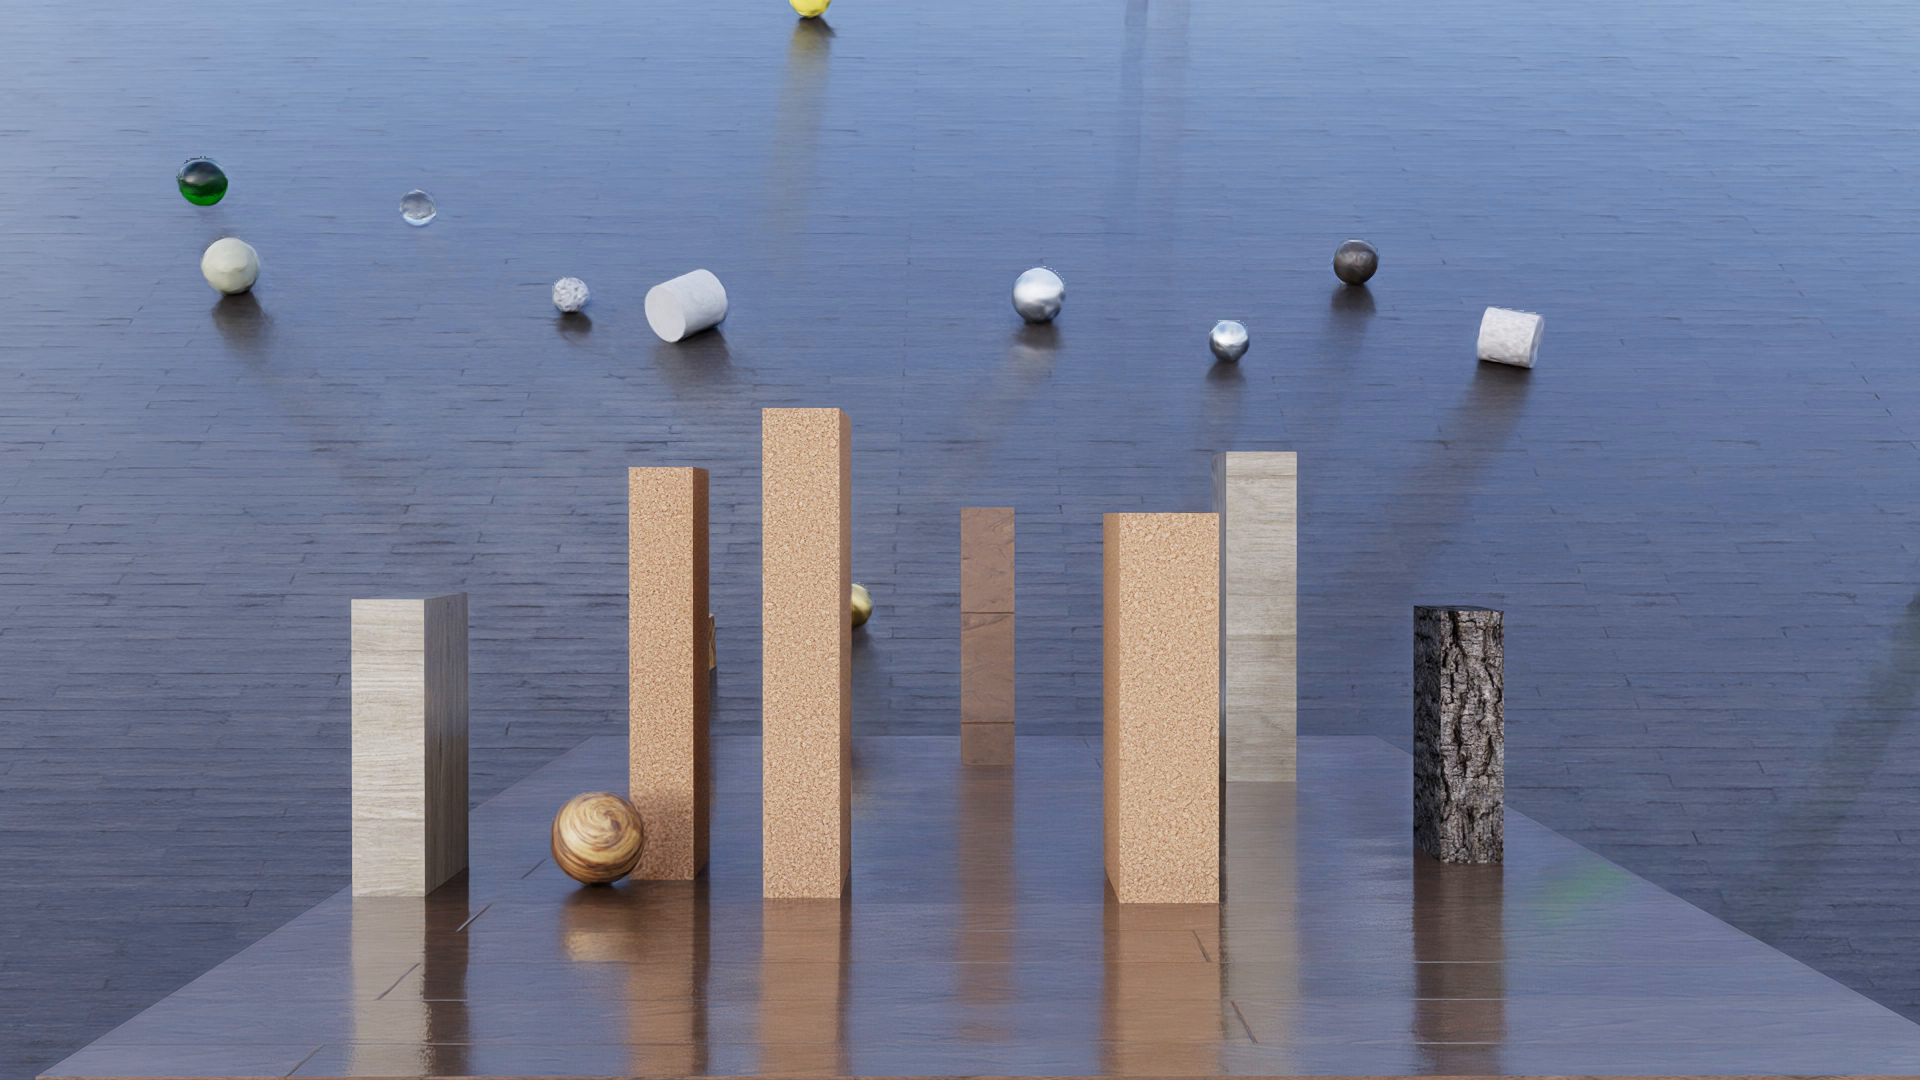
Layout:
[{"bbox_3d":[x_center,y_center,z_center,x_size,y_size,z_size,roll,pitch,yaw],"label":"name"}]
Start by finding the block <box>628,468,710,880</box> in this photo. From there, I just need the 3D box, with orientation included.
[{"bbox_3d":[-0.464,0.206,4.147,0.099,0.641,0.263,0,1,0],"label":"block"}]

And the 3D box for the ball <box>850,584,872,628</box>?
[{"bbox_3d":[-0.308,0.185,7.254,0.127,0.127,0.127,0,28,0],"label":"ball"}]

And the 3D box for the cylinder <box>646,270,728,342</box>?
[{"bbox_3d":[-0.957,-0.820,9.040,0.204,0.204,0.204,23,36,36],"label":"cylinder"}]

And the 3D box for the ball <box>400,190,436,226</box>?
[{"bbox_3d":[-2.091,-1.279,9.964,0.137,0.137,0.137,0,28,0],"label":"ball"}]

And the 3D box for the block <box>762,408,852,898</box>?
[{"bbox_3d":[-0.235,0.165,4.031,0.114,0.725,0.411,0,1,0],"label":"block"}]

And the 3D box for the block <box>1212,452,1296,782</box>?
[{"bbox_3d":[0.640,0.161,5.643,0.149,0.700,0.310,0,1,0],"label":"block"}]

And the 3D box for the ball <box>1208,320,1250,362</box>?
[{"bbox_3d":[0.921,-0.681,8.849,0.140,0.140,0.140,0,28,0],"label":"ball"}]

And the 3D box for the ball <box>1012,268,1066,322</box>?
[{"bbox_3d":[0.277,-0.866,9.139,0.190,0.190,0.190,0,28,0],"label":"ball"}]

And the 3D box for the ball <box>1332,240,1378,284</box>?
[{"bbox_3d":[1.445,-1.016,9.446,0.164,0.164,0.164,0,28,0],"label":"ball"}]

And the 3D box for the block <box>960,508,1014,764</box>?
[{"bbox_3d":[0.063,0.216,5.985,0.121,0.583,0.275,0,1,0],"label":"block"}]

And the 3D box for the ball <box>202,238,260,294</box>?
[{"bbox_3d":[-2.640,-0.992,9.360,0.203,0.203,0.203,0,28,0],"label":"ball"}]

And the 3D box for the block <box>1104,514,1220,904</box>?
[{"bbox_3d":[0.305,0.243,3.984,0.145,0.570,0.426,0,1,0],"label":"block"}]

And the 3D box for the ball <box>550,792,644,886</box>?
[{"bbox_3d":[-0.555,0.457,3.959,0.143,0.143,0.143,0,28,0],"label":"ball"}]

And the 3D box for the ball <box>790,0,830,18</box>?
[{"bbox_3d":[-0.717,-2.606,12.357,0.206,0.206,0.206,0,28,0],"label":"ball"}]

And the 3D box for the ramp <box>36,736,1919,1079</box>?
[{"bbox_3d":[0.064,0.572,4.614,2.000,0.100,4.000,0,1,0],"label":"ramp"}]

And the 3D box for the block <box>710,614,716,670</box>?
[{"bbox_3d":[-0.780,0.284,7.033,0.161,0.161,0.161,17,33,29],"label":"block"}]

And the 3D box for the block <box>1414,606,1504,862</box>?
[{"bbox_3d":[0.834,0.319,4.333,0.102,0.410,0.251,0,1,0],"label":"block"}]

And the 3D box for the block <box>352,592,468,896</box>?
[{"bbox_3d":[-0.850,0.307,4.015,0.108,0.442,0.346,0,1,0],"label":"block"}]

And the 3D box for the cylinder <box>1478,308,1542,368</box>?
[{"bbox_3d":[1.880,-0.691,8.827,0.179,0.179,0.179,12,31,21],"label":"cylinder"}]

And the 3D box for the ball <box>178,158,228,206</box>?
[{"bbox_3d":[-2.971,-1.403,10.144,0.186,0.186,0.186,0,28,0],"label":"ball"}]

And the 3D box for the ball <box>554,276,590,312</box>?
[{"bbox_3d":[-1.388,-0.875,9.224,0.127,0.127,0.127,0,28,0],"label":"ball"}]
